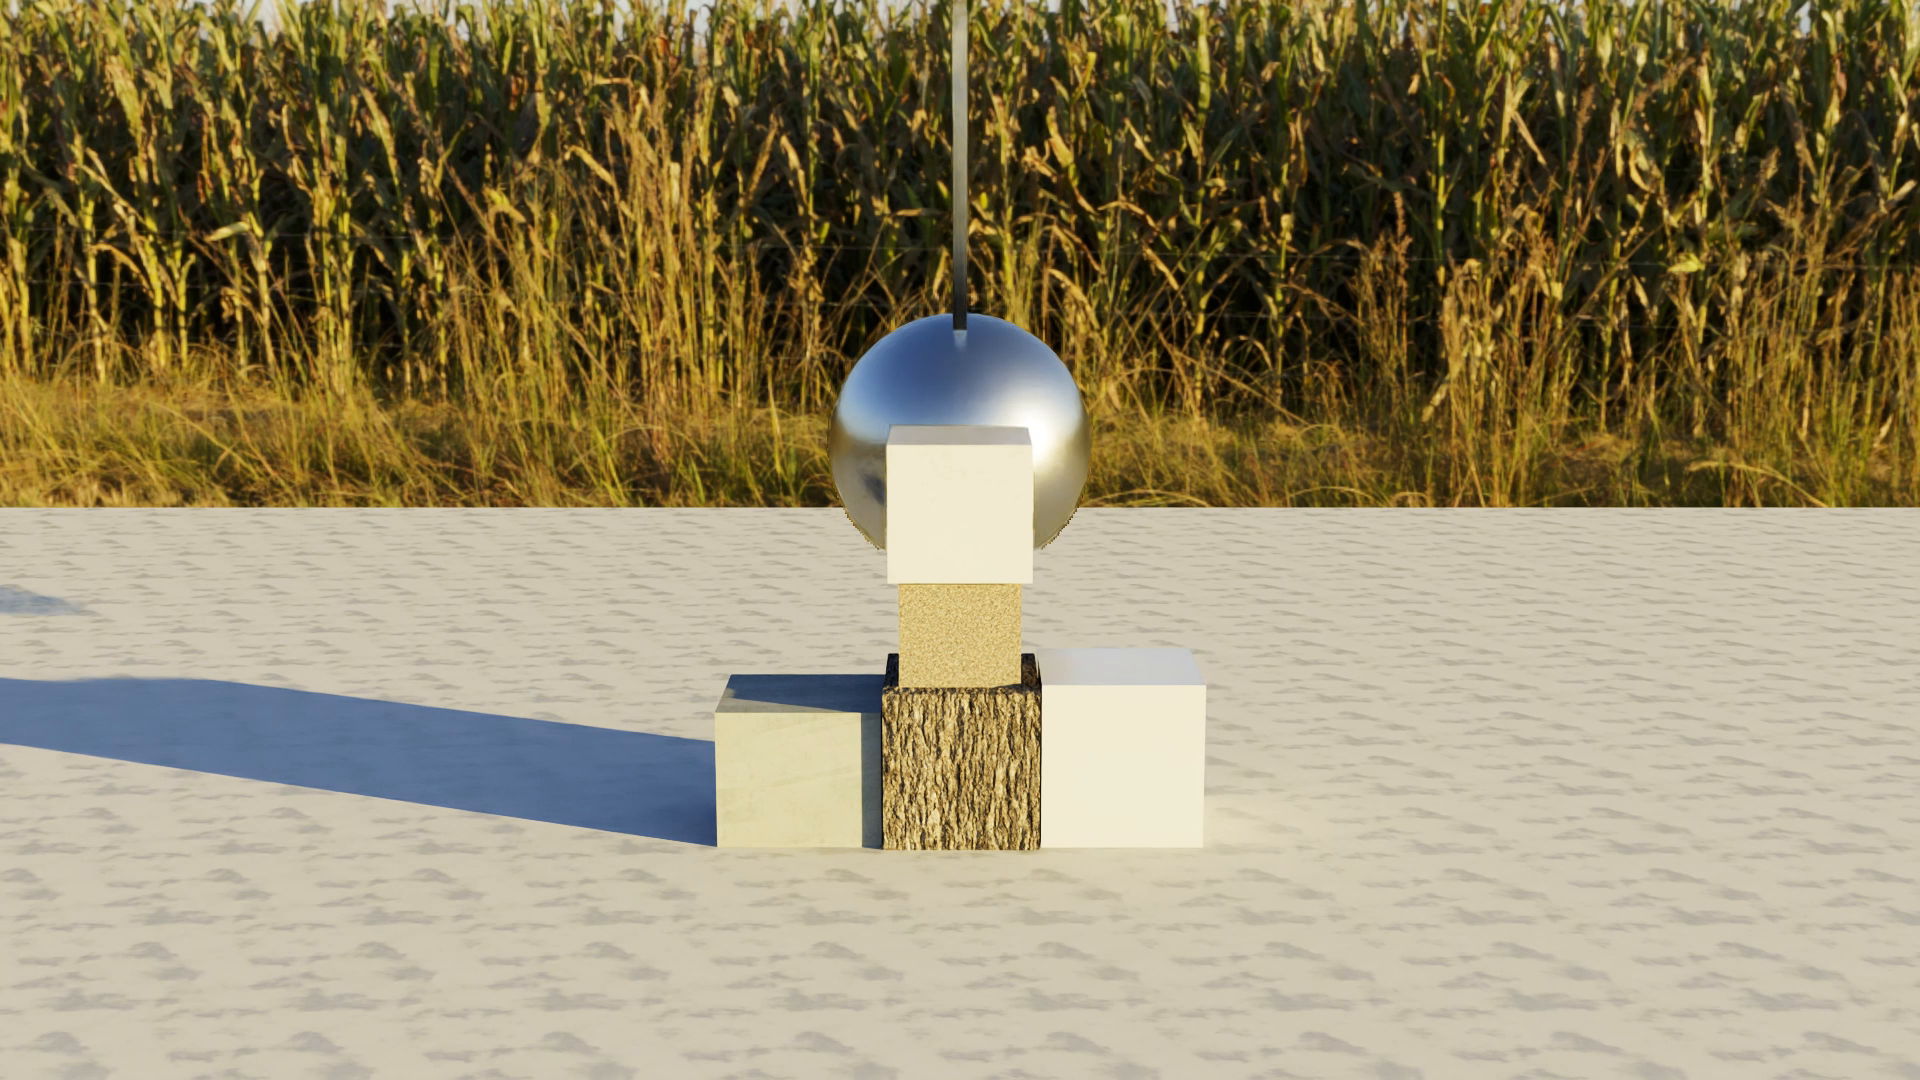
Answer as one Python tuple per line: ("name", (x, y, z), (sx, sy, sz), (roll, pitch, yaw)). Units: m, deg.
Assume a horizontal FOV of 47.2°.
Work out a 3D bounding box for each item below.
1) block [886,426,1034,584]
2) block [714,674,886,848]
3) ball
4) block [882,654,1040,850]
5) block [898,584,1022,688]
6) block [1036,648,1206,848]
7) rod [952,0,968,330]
("block", (0.000, -0.189, 11.151), (0.716, 0.688, 0.718), (0, 10, 0))
("block", (-0.807, 1.131, 11.401), (0.827, 0.696, 0.809), (0, 10, 0))
("ball", (0.000, -0.585, 13.407), (1.600, 1.600, 1.600), (0, 10, 0))
("block", (0.007, 1.080, 11.385), (0.782, 0.803, 0.893), (0, 10, 0))
("block", (0.000, 0.421, 11.241), (0.610, 0.545, 0.546), (0, 10, 0))
("block", (0.814, 1.062, 11.384), (0.813, 0.838, 0.808), (0, 10, 0))
("rod", (0.000, -3.443, 11.565), (0.080, 5.200, 0.080), (0, 33, 0))
